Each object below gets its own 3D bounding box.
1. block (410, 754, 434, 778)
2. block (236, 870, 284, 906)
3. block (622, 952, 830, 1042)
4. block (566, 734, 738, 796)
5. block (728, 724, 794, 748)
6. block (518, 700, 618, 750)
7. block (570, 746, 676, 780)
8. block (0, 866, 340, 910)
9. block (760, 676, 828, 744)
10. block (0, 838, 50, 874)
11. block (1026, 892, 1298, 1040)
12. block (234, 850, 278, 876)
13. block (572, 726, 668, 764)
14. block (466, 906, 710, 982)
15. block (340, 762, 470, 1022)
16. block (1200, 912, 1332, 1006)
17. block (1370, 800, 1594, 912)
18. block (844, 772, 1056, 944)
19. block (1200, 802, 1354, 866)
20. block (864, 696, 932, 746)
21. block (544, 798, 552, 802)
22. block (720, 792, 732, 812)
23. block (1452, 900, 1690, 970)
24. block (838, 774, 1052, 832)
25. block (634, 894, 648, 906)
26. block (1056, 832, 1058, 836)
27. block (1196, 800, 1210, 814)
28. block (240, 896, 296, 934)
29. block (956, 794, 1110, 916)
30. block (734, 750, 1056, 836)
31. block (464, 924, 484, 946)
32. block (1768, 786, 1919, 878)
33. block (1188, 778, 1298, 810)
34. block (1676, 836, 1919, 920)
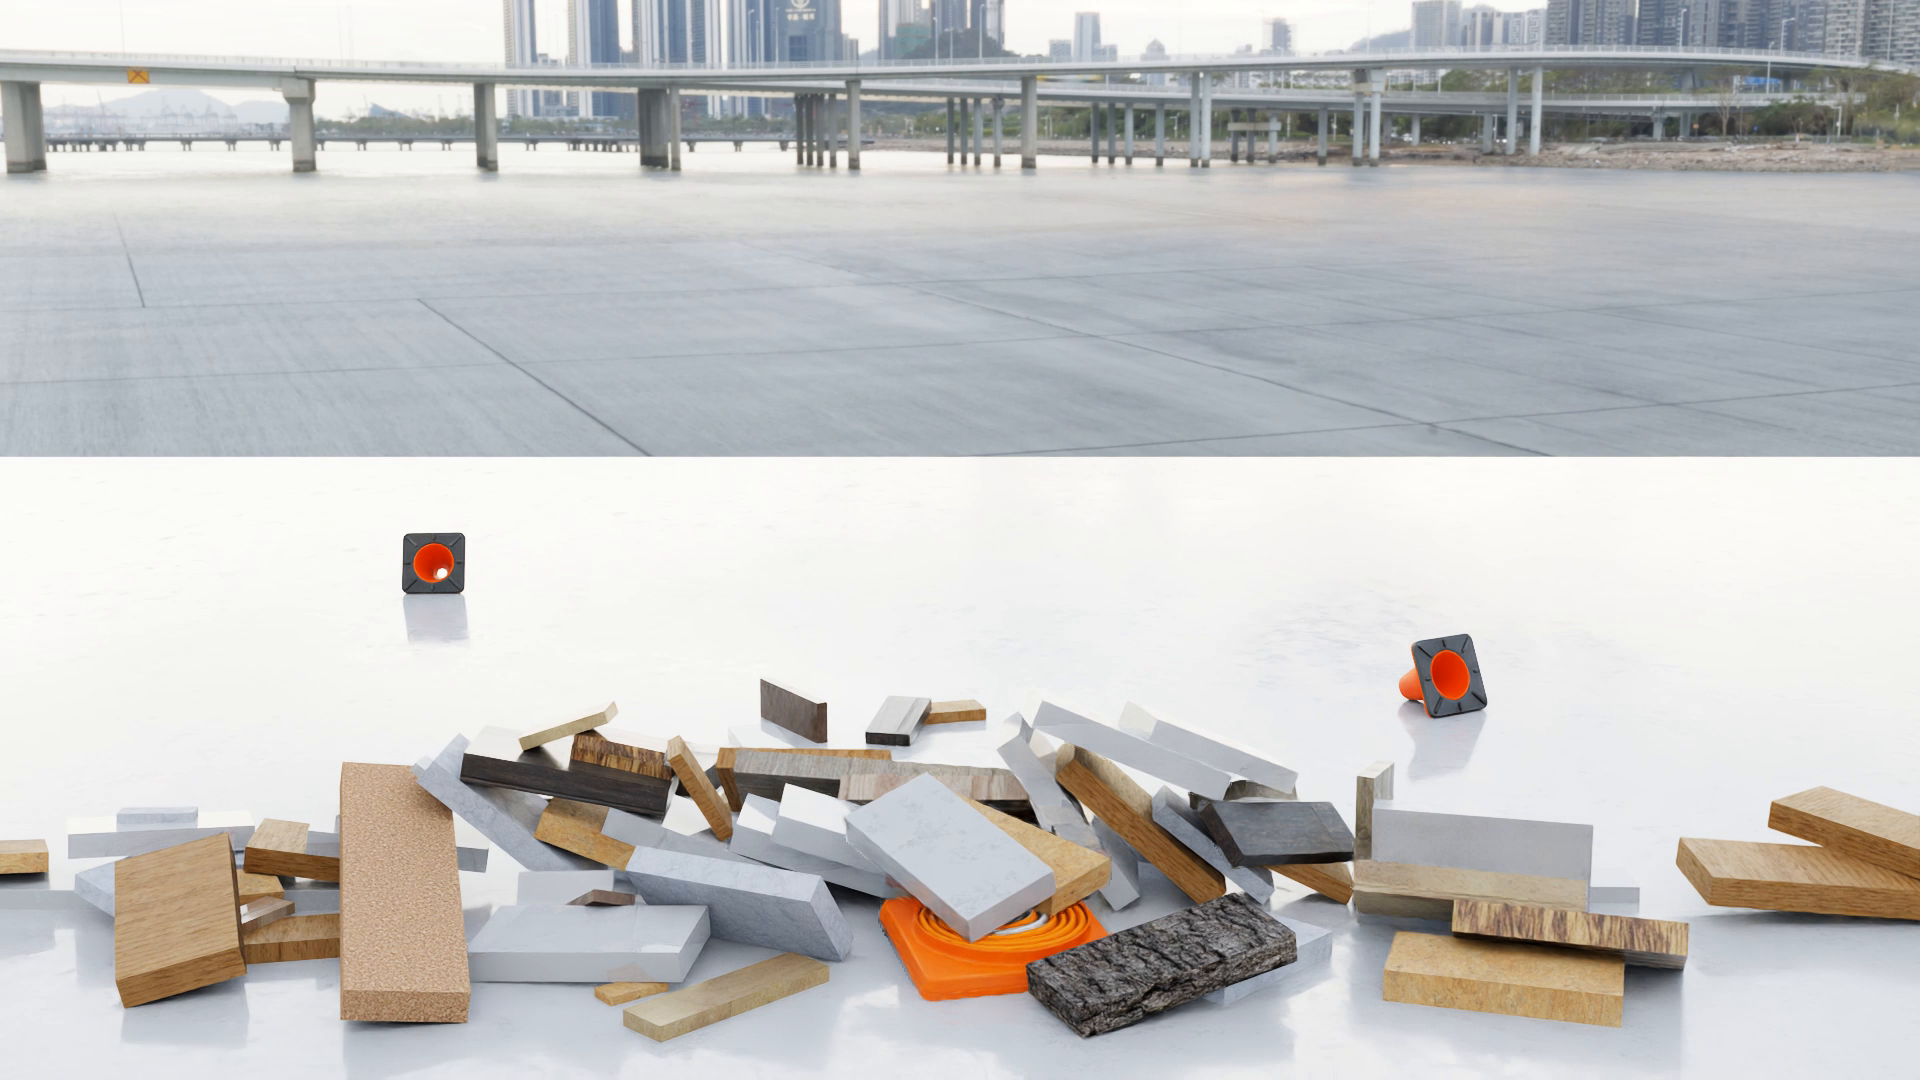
[{"bbox_3d":[-0.853,0.408,3.654,0.121,0.017,0.061,40,7,-2],"label":"block"},{"bbox_3d":[-1.181,0.561,3.525,0.171,0.024,0.085,-1,20,-31],"label":"block"},{"bbox_3d":[-0.337,0.664,3.207,0.086,0.024,0.317,10,15,44],"label":"block"},{"bbox_3d":[-0.615,0.428,4.191,0.349,0.049,0.175,3,11,16],"label":"block"},{"bbox_3d":[-0.394,0.428,4.469,0.096,0.027,0.310,-3,11,-17],"label":"block"},{"bbox_3d":[-0.646,0.306,3.634,0.152,0.022,0.076,-18,8,7],"label":"block"},{"bbox_3d":[-0.551,0.358,3.647,0.171,0.024,0.084,12,11,5],"label":"block"},{"bbox_3d":[-1.290,0.577,3.647,0.721,0.034,0.119,0,11,0],"label":"block"},{"bbox_3d":[-0.354,0.360,4.671,0.024,0.086,0.256,-7,12,-32],"label":"block"},{"bbox_3d":[-1.603,0.534,3.714,0.112,0.032,0.259,1,-3,-24],"label":"block"},{"bbox_3d":[0.295,0.618,3.215,0.362,0.046,0.164,-14,19,-23],"label":"block"},{"bbox_3d":[-1.251,0.537,3.676,0.238,0.034,0.119,2,9,10],"label":"block"},{"bbox_3d":[-0.555,0.336,3.633,0.152,0.022,0.076,11,11,3],"label":"block"},{"bbox_3d":[-0.563,0.611,3.337,0.334,0.047,0.167,-2,15,9],"label":"block"},{"bbox_3d":[-0.871,0.530,3.417,0.175,0.049,0.701,5,20,-18],"label":"block"},{"bbox_3d":[0.430,0.631,3.340,0.138,0.039,0.275,10,14,43],"label":"block"},{"bbox_3d":[0.842,0.523,3.559,0.345,0.172,0.049,3,11,15],"label":"block"},{"bbox_3d":[-0.019,0.489,3.418,0.164,0.046,0.328,-26,37,-28],"label":"block"},{"bbox_3d":[0.530,0.480,3.607,0.328,0.030,0.105,6,43,-45],"label":"block"},{"bbox_3d":[-0.129,0.381,4.640,0.096,0.027,0.192,2,20,13],"label":"block"},{"bbox_3d":[-0.653,0.506,4.012,0.277,0.039,0.139,-1,11,-8],"label":"block"},{"bbox_3d":[-0.304,0.494,4.081,0.277,0.039,0.139,2,11,11],"label":"block"},{"bbox_3d":[0.919,0.595,3.315,0.335,0.047,0.167,3,-17,17],"label":"block"},{"bbox_3d":[-0.024,0.463,3.768,0.334,0.047,0.167,-2,-34,15],"label":"block"},{"bbox_3d":[-0.468,0.597,3.578,0.135,0.019,0.068,8,13,36],"label":"block"},{"bbox_3d":[0.140,0.536,3.828,0.087,0.025,0.174,0,3,45],"label":"block"},{"bbox_3d":[0.470,0.466,3.638,0.148,0.021,0.074,14,15,-38],"label":"block"},{"bbox_3d":[-1.124,0.594,3.426,0.061,0.017,0.175,6,12,29],"label":"block"},{"bbox_3d":[0.068,0.499,3.509,0.310,0.044,0.155,19,24,34],"label":"block"},{"bbox_3d":[-0.109,0.442,3.842,0.557,0.044,0.155,4,-34,5],"label":"block"},{"bbox_3d":[-0.761,0.624,3.448,0.048,0.014,0.096,0,11,1],"label":"block"},{"bbox_3d":[1.798,0.577,3.371,0.167,0.047,1.125,-7,16,-40],"label":"block"},{"bbox_3d":[0.483,0.436,3.741,0.105,0.030,0.211,-17,-16,29],"label":"block"},{"bbox_3d":[1.461,0.557,3.585,0.533,0.049,0.172,4,14,-1],"label":"block"}]
